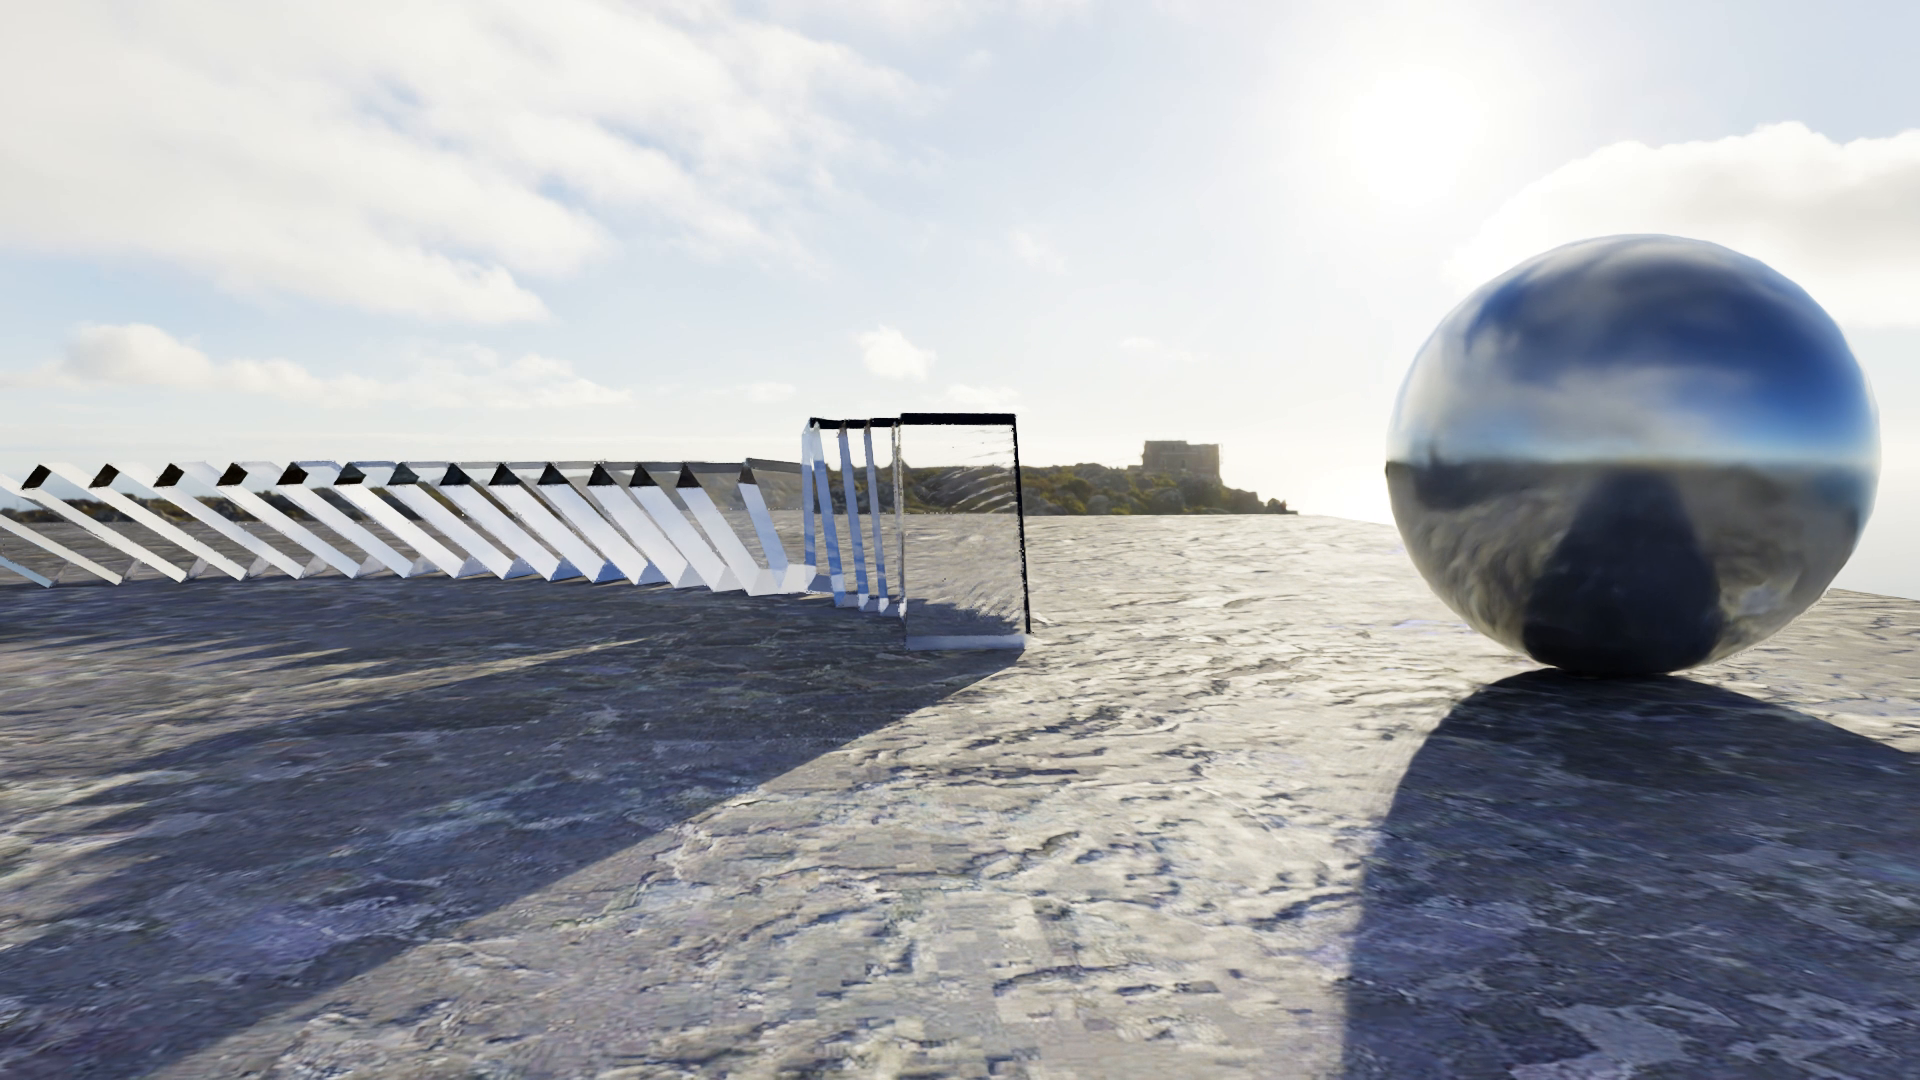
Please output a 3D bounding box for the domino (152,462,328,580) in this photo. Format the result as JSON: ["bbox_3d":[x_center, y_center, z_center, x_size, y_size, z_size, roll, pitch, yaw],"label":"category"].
[{"bbox_3d":[-0.228,-0.007,0.411,0.050,0.009,0.025,35,-2,-10],"label":"domino"}]

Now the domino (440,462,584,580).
[{"bbox_3d":[-0.141,-0.007,0.415,0.050,0.009,0.025,38,14,12],"label":"domino"}]

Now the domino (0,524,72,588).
[{"bbox_3d":[-0.291,-0.004,0.379,0.050,0.010,0.025,36,-14,-26],"label":"domino"}]

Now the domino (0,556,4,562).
[{"bbox_3d":[-0.305,-0.003,0.368,0.050,0.009,0.025,37,-16,-29],"label":"domino"}]

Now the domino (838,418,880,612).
[{"bbox_3d":[-0.016,-0.007,0.334,0.025,0.050,0.010,-2,-22,-20],"label":"domino"}]

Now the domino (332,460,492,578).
[{"bbox_3d":[-0.175,-0.007,0.419,0.050,0.009,0.025,36,8,4],"label":"domino"}]

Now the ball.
[{"bbox_3d":[0.120,-0.015,0.235,0.080,0.080,0.080,0,4,0],"label":"ball"}]

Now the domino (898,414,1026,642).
[{"bbox_3d":[0.000,-0.003,0.282,0.025,0.050,0.009,0,-22,-6],"label":"domino"}]

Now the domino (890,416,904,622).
[{"bbox_3d":[-0.003,-0.006,0.314,0.025,0.050,0.009,-1,-21,-9],"label":"domino"}]

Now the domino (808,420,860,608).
[{"bbox_3d":[-0.024,-0.008,0.344,0.025,0.050,0.009,-2,-22,-24],"label":"domino"}]

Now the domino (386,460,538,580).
[{"bbox_3d":[-0.158,-0.007,0.418,0.050,0.009,0.025,37,11,8],"label":"domino"}]

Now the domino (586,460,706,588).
[{"bbox_3d":[-0.091,-0.006,0.398,0.050,0.009,0.025,43,27,26],"label":"domino"}]

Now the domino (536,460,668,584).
[{"bbox_3d":[-0.107,-0.006,0.405,0.050,0.009,0.025,41,21,20],"label":"domino"}]

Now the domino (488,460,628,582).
[{"bbox_3d":[-0.124,-0.007,0.410,0.050,0.009,0.025,39,17,16],"label":"domino"}]

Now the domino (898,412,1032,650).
[{"bbox_3d":[0.000,-0.002,0.271,0.025,0.050,0.009,0,-22,-6],"label":"domino"}]

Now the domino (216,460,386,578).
[{"bbox_3d":[-0.210,-0.007,0.415,0.050,0.009,0.025,36,1,-6],"label":"domino"}]

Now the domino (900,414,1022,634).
[{"bbox_3d":[0.000,-0.004,0.292,0.025,0.050,0.009,0,-22,-6],"label":"domino"}]

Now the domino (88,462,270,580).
[{"bbox_3d":[-0.244,-0.006,0.406,0.050,0.009,0.025,36,-5,-14],"label":"domino"}]

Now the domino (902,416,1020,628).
[{"bbox_3d":[0.000,-0.005,0.303,0.025,0.050,0.009,0,-22,-6],"label":"domino"}]

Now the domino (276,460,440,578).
[{"bbox_3d":[-0.193,-0.007,0.418,0.050,0.010,0.025,36,5,-1],"label":"domino"}]

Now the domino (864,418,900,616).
[{"bbox_3d":[-0.009,-0.006,0.324,0.025,0.050,0.009,-1,-21,-15],"label":"domino"}]

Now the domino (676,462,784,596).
[{"bbox_3d":[-0.061,-0.004,0.379,0.025,0.009,0.050,-3,41,-42],"label":"domino"}]

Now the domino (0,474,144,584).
[{"bbox_3d":[-0.276,-0.005,0.390,0.050,0.009,0.025,35,-11,-23],"label":"domino"}]

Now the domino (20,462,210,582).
[{"bbox_3d":[-0.260,-0.006,0.399,0.050,0.009,0.025,36,-7,-17],"label":"domino"}]

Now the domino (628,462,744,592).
[{"bbox_3d":[-0.076,-0.005,0.389,0.025,0.009,0.050,-5,42,-49],"label":"domino"}]

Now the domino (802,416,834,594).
[{"bbox_3d":[-0.030,-0.009,0.356,0.025,0.050,0.009,7,-31,-21],"label":"domino"}]

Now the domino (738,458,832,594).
[{"bbox_3d":[-0.045,-0.005,0.371,0.025,0.009,0.050,4,36,-29],"label":"domino"}]
